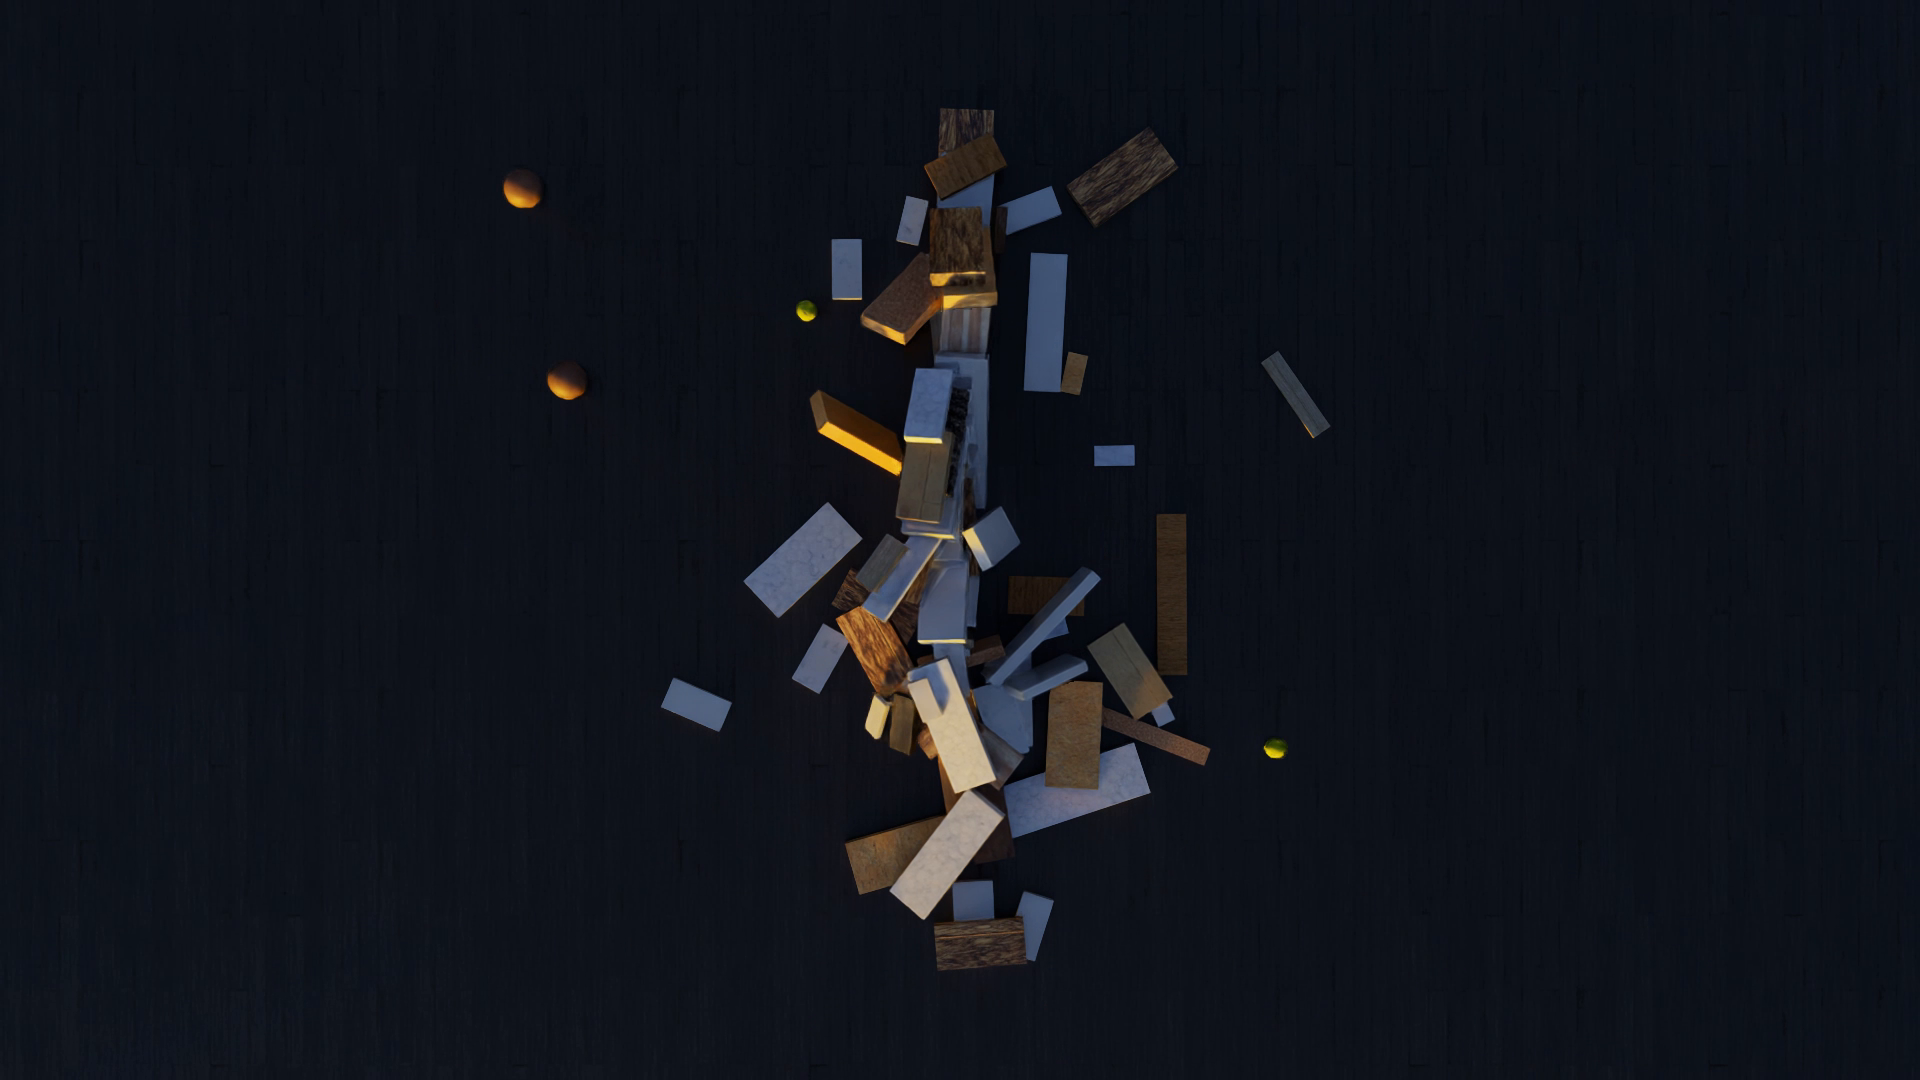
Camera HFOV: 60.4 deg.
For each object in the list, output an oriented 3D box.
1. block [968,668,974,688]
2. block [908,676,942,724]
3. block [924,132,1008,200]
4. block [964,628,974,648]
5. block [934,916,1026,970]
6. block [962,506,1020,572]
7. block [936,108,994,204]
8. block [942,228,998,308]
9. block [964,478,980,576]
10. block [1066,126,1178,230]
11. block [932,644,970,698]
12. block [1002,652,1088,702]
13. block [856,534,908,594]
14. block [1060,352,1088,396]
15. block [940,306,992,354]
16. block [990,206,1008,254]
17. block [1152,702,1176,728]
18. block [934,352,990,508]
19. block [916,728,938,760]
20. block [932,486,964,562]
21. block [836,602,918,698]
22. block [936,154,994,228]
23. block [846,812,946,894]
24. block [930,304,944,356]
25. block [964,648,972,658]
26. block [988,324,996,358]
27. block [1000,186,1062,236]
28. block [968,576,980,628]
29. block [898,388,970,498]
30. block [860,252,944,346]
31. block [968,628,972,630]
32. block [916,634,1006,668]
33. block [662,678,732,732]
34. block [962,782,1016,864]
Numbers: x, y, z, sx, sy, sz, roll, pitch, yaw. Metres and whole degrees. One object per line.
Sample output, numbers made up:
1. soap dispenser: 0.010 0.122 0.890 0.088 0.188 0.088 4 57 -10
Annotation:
1. block: 0.010 0.482 5.469 0.072 0.020 0.144 -15 90 -2
2. block: -0.111 0.509 5.260 0.067 0.019 0.134 -20 97 10
3. block: 0.019 -1.220 5.382 0.242 0.034 0.121 -27 90 0
4. block: -0.004 0.313 5.402 0.097 0.194 0.028 -2 103 0
5. block: 0.067 1.331 5.441 0.294 0.042 0.147 -4 90 0
6. block: 0.104 -0.007 5.358 0.040 0.284 0.142 -26 95 25
7. block: 0.011 -1.074 5.475 0.178 0.050 0.699 2 90 0
8. block: 0.022 -0.872 5.267 0.169 0.048 0.338 -4 48 -1
9. block: -0.023 -0.039 5.375 0.152 0.043 0.318 -3 94 14
10. block: 0.538 -1.202 5.476 0.336 0.048 0.168 -36 90 0
11. block: -0.027 0.412 5.299 0.097 0.028 0.194 -6 101 7
12. block: 0.279 0.447 5.390 0.253 0.126 0.036 -23 109 -23
13. block: -0.248 0.074 5.251 0.089 0.025 0.177 35 88 36
14. block: 0.379 -0.554 5.491 0.067 0.019 0.133 12 90 0
15. block: 0.013 -0.613 5.265 0.150 0.042 0.300 8 114 6
16. block: 0.124 -1.022 5.443 0.021 0.076 0.151 14 108 28
17. block: 0.662 0.554 5.491 0.061 0.017 0.122 -26 90 0
18. block: 0.005 -0.352 5.334 0.169 0.048 0.516 5 116 9
19. block: -0.048 0.622 5.346 0.185 0.026 0.093 -38 85 11
20. block: -0.065 -0.086 5.314 0.152 0.043 0.304 -1 82 15
21. block: -0.266 0.354 5.447 0.155 0.044 0.310 -28 97 10
22. block: 0.012 -1.081 5.424 0.178 0.050 0.356 6 90 0
23. block: -0.188 1.040 5.475 0.349 0.049 0.175 -16 90 0
24. block: -0.004 -0.676 5.434 0.178 0.050 0.356 -5 103 1
25. block: -0.012 0.342 5.399 0.097 0.194 0.028 -1 103 4
26. block: 0.020 -0.566 5.378 0.150 0.042 0.300 11 115 4
27. block: 0.229 -1.095 5.486 0.196 0.028 0.098 -21 90 0
28. block: 0.013 0.196 5.399 0.091 0.026 0.183 6 72 3
29. block: -0.081 -0.315 5.212 0.169 0.048 0.338 8 84 16
30. block: -0.150 -0.779 5.300 0.169 0.048 0.338 27 59 22
31. block: 0.005 0.205 5.450 0.091 0.026 0.183 -2 65 0
32. block: 0.003 0.385 5.407 0.284 0.142 0.040 -17 102 0
33. block: -0.875 0.547 5.485 0.210 0.030 0.105 23 90 0
34. block: 0.091 0.913 5.394 0.134 0.038 0.268 -10 90 -3
